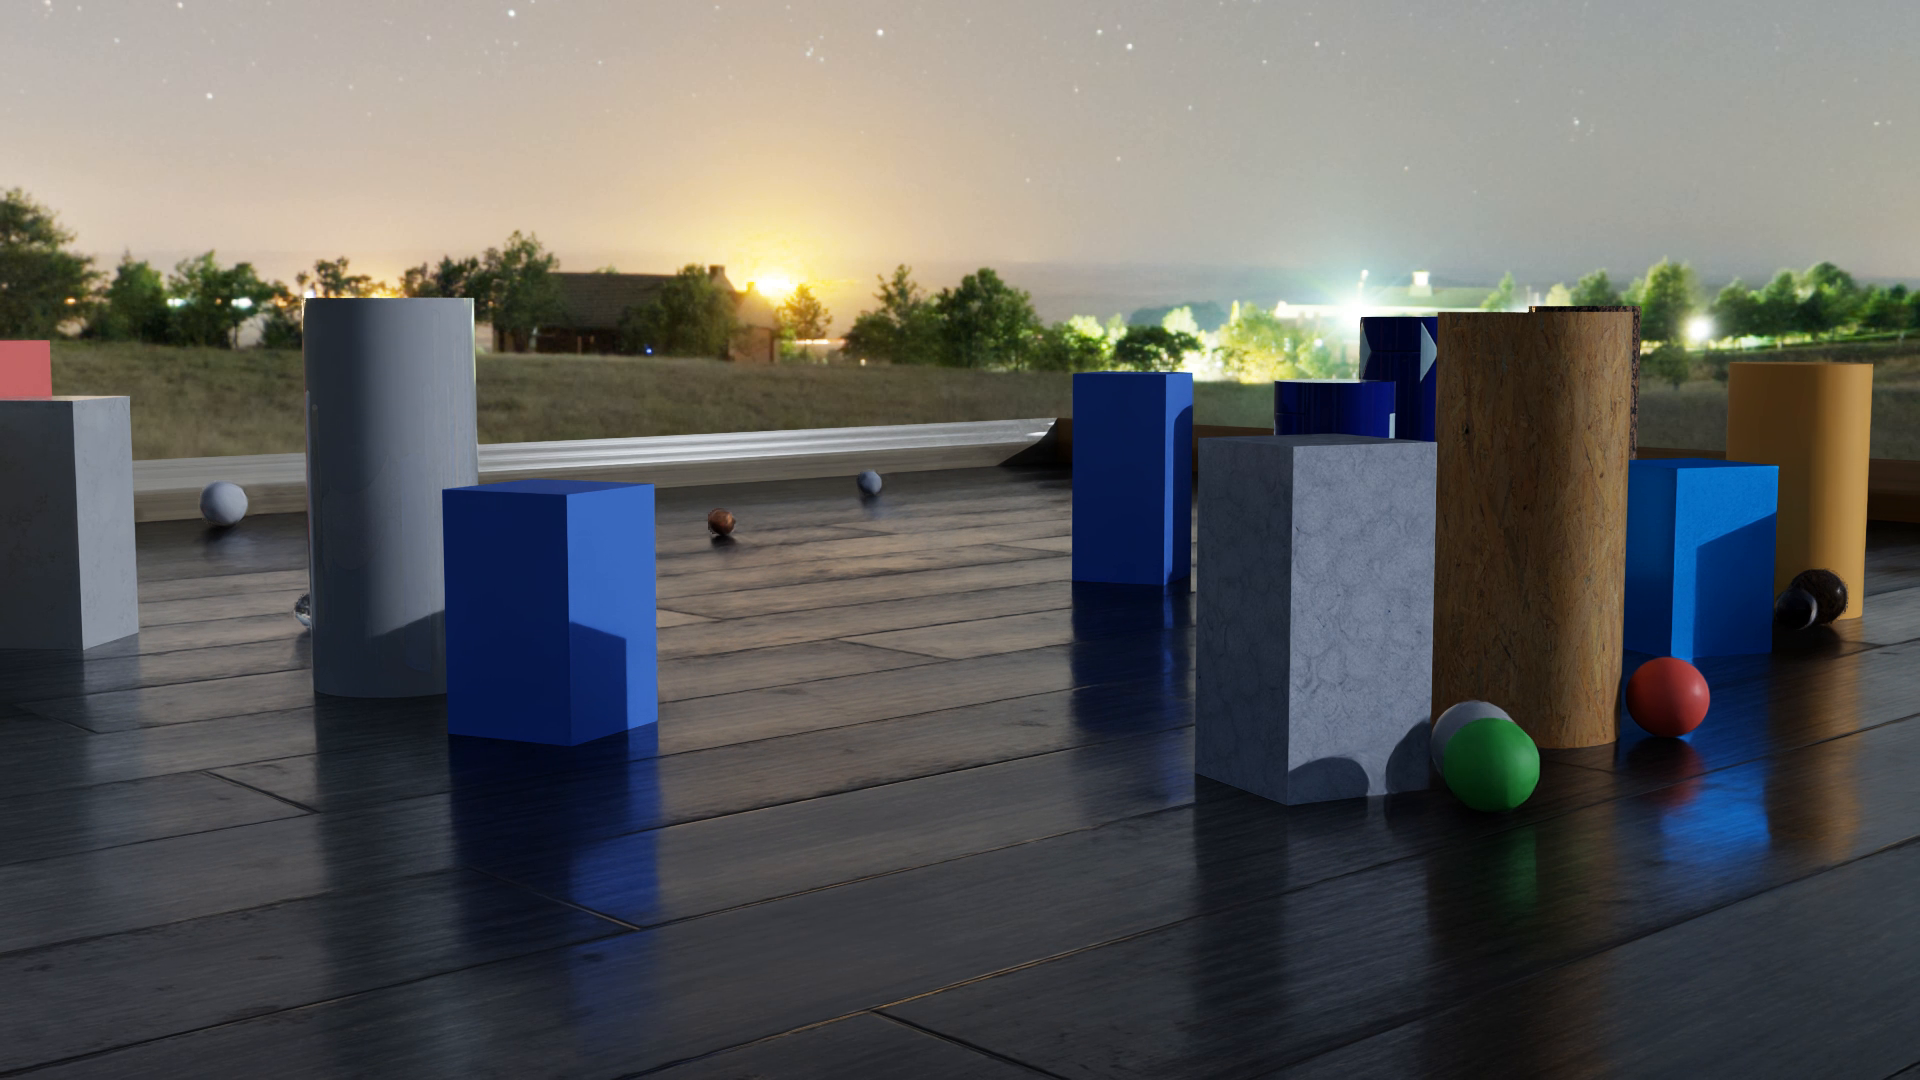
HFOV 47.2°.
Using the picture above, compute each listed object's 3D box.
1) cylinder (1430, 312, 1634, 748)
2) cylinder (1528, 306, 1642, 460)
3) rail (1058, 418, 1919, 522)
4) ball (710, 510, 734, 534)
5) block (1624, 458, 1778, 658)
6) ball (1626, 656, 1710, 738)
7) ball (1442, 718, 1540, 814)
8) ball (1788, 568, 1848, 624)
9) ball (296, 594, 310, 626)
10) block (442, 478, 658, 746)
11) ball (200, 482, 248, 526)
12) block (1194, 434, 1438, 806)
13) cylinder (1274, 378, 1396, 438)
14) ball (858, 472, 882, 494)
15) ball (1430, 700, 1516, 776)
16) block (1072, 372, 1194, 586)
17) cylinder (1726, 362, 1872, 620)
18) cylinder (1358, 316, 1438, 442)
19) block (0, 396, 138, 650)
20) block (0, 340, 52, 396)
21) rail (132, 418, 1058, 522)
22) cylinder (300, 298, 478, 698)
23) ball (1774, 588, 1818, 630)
[{"bbox_3d":[0.600,-0.018,2.318,0.198,0.443,0.198,0,6,0],"label":"cylinder"},{"bbox_3d":[1.130,-0.198,4.002,0.198,0.453,0.198,0,6,0],"label":"cylinder"},{"bbox_3d":[1.720,-0.131,4.910,0.045,0.129,4.277,-5,8,-42],"label":"rail"},{"bbox_3d":[-0.474,-0.036,4.378,0.051,0.051,0.051,0,6,0],"label":"ball"},{"bbox_3d":[0.958,0.020,2.907,0.158,0.245,0.158,-2,6,-20],"label":"block"},{"bbox_3d":[0.741,0.164,2.302,0.084,0.084,0.084,0,6,0],"label":"ball"},{"bbox_3d":[0.472,0.200,1.955,0.085,0.085,0.085,0,6,0],"label":"ball"},{"bbox_3d":[1.219,0.081,3.127,0.080,0.080,0.080,0,6,0],"label":"ball"},{"bbox_3d":[-0.913,0.099,3.101,0.048,0.048,0.048,0,6,0],"label":"ball"},{"bbox_3d":[-0.435,0.072,2.346,0.158,0.259,0.158,3,7,26],"label":"block"},{"bbox_3d":[-1.523,-0.075,4.548,0.093,0.093,0.093,0,6,0],"label":"ball"},{"bbox_3d":[0.333,0.067,2.073,0.158,0.324,0.158,-3,7,-26],"label":"block"},{"bbox_3d":[0.619,-0.099,3.648,0.198,0.329,0.198,0,6,0],"label":"cylinder"},{"bbox_3d":[-0.219,-0.138,5.331,0.057,0.057,0.057,0,6,0],"label":"ball"},{"bbox_3d":[0.481,0.191,2.050,0.083,0.083,0.083,0,6,0],"label":"ball"},{"bbox_3d":[0.288,-0.107,3.663,0.158,0.342,0.158,2,6,22],"label":"block"},{"bbox_3d":[1.236,-0.077,3.252,0.198,0.367,0.198,0,6,0],"label":"cylinder"},{"bbox_3d":[0.891,-0.227,4.370,0.198,0.433,0.198,0,6,0],"label":"cylinder"},{"bbox_3d":[-1.226,-0.027,2.964,0.158,0.328,0.158,1,6,5],"label":"block"},{"bbox_3d":[-1.693,-0.150,3.828,0.158,0.393,0.158,5,8,39],"label":"block"},{"bbox_3d":[-1.434,-0.128,4.877,4.727,0.129,0.045,-5,8,-42],"label":"rail"},{"bbox_3d":[-0.673,-0.056,2.612,0.198,0.459,0.198,0,6,0],"label":"cylinder"},{"bbox_3d":[1.171,0.096,3.079,0.058,0.058,0.058,0,6,0],"label":"ball"}]
